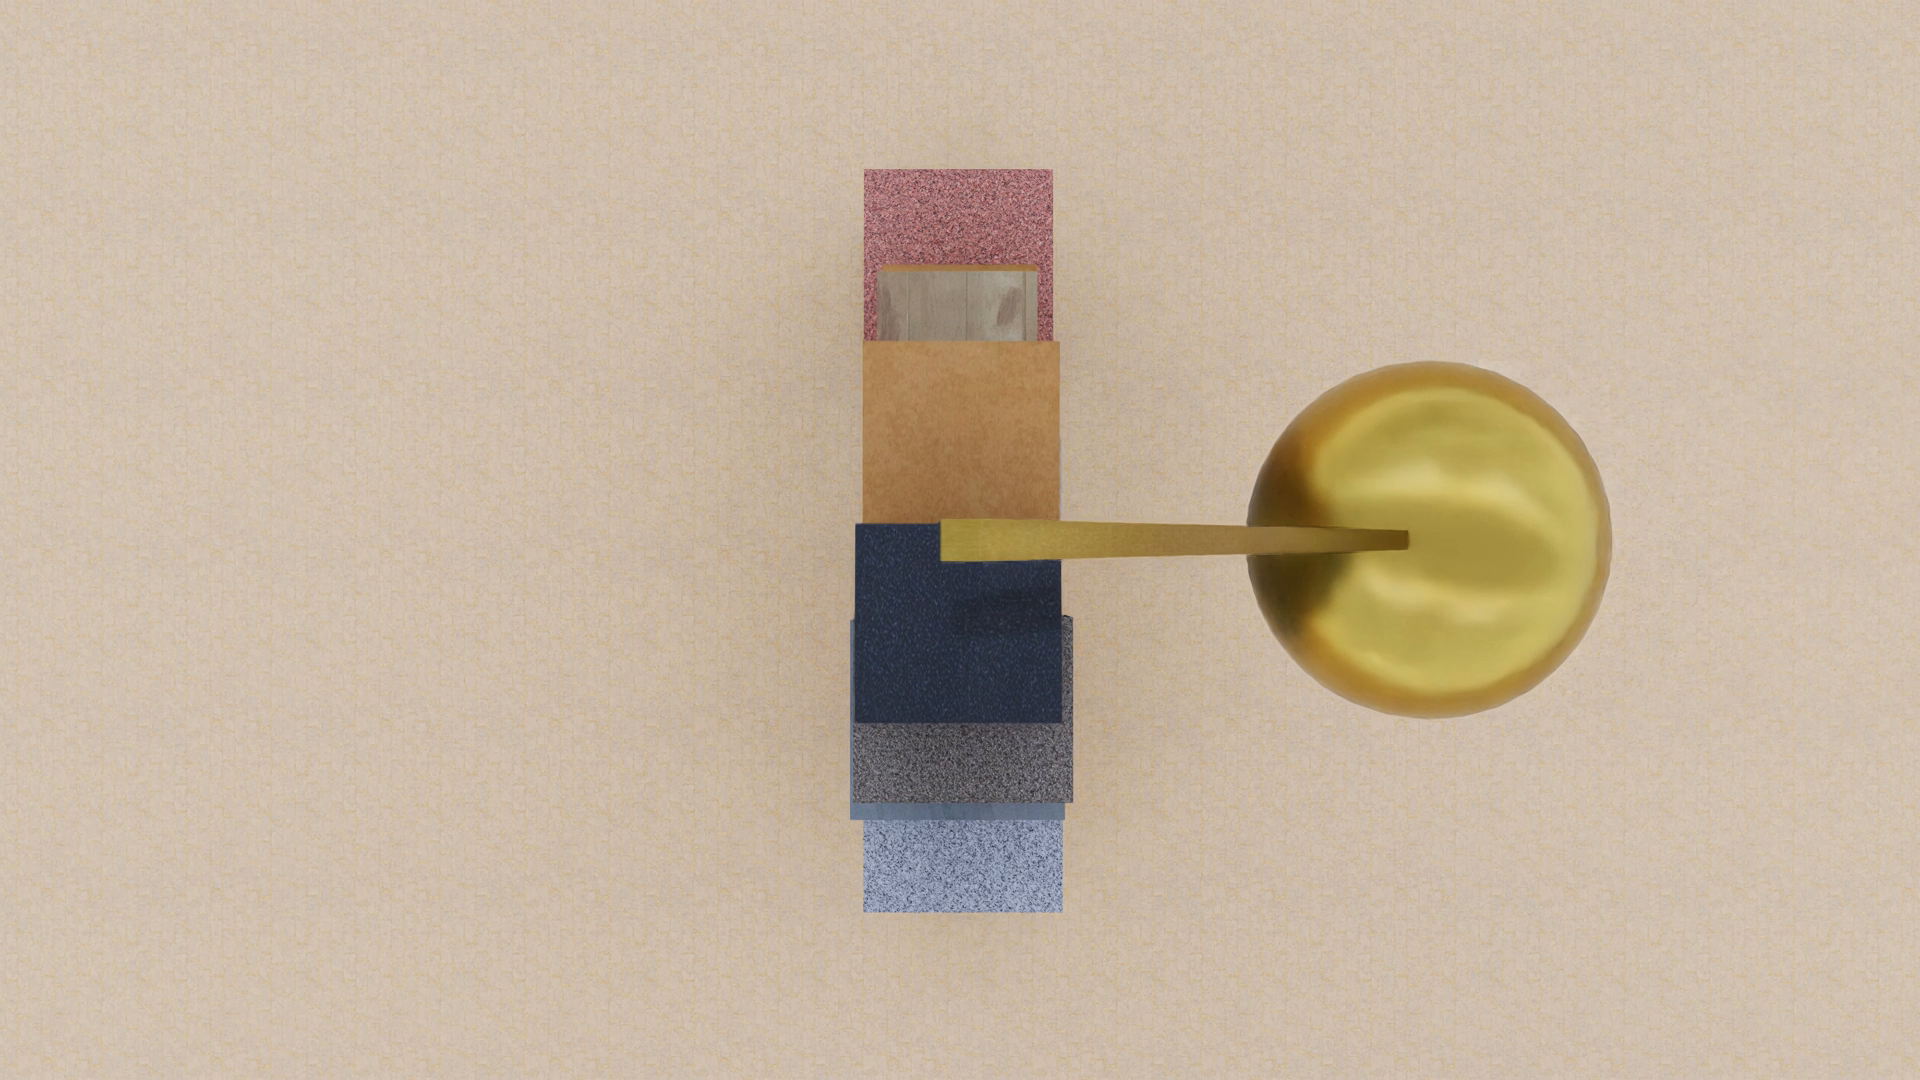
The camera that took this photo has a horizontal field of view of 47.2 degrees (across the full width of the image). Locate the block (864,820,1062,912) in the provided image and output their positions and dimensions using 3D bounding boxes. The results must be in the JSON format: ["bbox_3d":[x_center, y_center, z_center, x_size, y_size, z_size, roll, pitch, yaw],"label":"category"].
[{"bbox_3d":[0.015,1.354,11.462,0.988,1.139,0.984,0,90,0],"label":"block"}]

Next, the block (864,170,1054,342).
[{"bbox_3d":[-0.007,-1.377,11.465,0.943,1.037,0.938,0,90,0],"label":"block"}]

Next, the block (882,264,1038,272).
[{"bbox_3d":[-0.001,-0.884,10.610,0.725,0.673,0.805,0,90,0],"label":"block"}]

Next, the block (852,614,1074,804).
[{"bbox_3d":[0.013,0.708,9.490,0.903,0.942,0.762,0,89,0],"label":"block"}]

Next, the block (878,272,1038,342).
[{"bbox_3d":[-0.011,-0.783,9.888,0.695,0.732,0.727,0,87,0],"label":"block"}]

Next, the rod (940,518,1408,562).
[{"bbox_3d":[0.899,0.000,6.598,0.080,5.200,0.080,0,90,20],"label":"rod"}]

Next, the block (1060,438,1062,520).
[{"bbox_3d":[0.019,-0.052,10.703,0.906,0.931,0.845,0,90,0],"label":"block"}]

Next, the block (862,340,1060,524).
[{"bbox_3d":[0.005,-0.425,9.169,0.792,0.670,0.762,0,91,0],"label":"block"}]

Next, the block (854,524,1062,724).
[{"bbox_3d":[-0.006,0.330,8.650,0.778,0.753,0.751,0,87,0],"label":"block"}]

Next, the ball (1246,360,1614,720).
[{"bbox_3d":[2.074,0.000,9.788,1.600,1.600,1.600,0,90,0],"label":"ball"}]

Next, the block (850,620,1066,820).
[{"bbox_3d":[-0.011,0.825,10.426,0.973,0.935,0.904,0,89,0],"label":"block"}]
